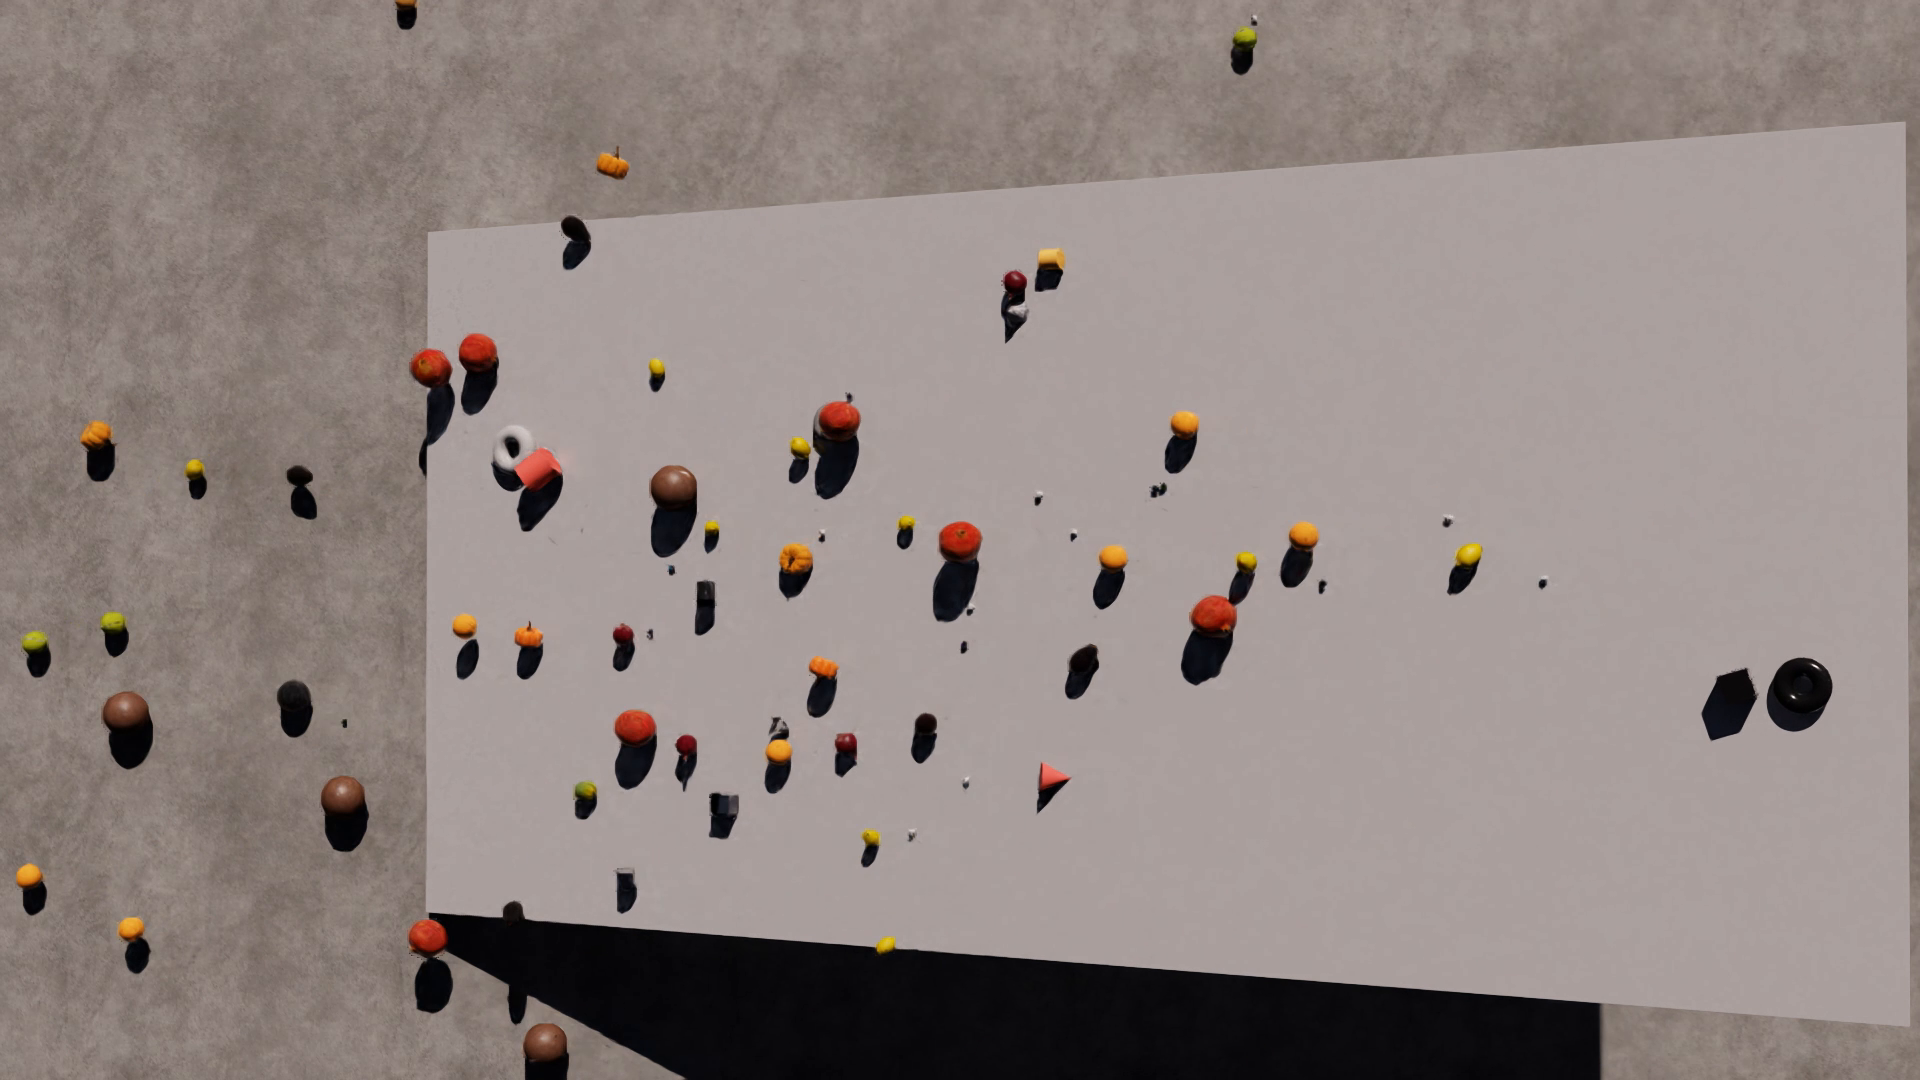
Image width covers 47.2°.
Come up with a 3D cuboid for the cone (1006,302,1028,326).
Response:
[{"bbox_3d":[0.137,-0.589,5.692,0.063,0.063,0.063,0,89,24],"label":"cone"}]

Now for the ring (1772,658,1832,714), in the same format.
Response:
[{"bbox_3d":[1.887,0.326,4.923,0.126,0.042,0.126,-2,86,27],"label":"ring"}]

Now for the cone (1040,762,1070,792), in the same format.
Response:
[{"bbox_3d":[0.246,0.610,5.645,0.077,0.077,0.077,4,89,-3],"label":"cone"}]

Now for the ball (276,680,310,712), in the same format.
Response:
[{"bbox_3d":[-1.972,0.462,6.506,0.096,0.096,0.096,0,89,0],"label":"ball"}]

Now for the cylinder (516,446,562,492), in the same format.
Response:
[{"bbox_3d":[-1.197,-0.200,6.246,0.093,0.093,0.093,-36,89,7],"label":"cylinder"}]

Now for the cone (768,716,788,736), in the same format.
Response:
[{"bbox_3d":[-0.504,0.516,5.962,0.054,0.054,0.054,-39,89,25],"label":"cone"}]

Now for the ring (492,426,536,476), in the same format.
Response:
[{"bbox_3d":[-1.281,-0.258,6.319,0.145,0.048,0.145,0,90,25],"label":"ring"}]

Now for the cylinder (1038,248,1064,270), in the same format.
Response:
[{"bbox_3d":[0.235,-0.722,5.656,0.052,0.052,0.052,-2,89,24],"label":"cylinder"}]

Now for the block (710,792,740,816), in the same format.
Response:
[{"bbox_3d":[-0.644,0.723,6.023,0.056,0.056,0.056,7,92,24],"label":"block"}]

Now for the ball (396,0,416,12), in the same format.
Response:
[{"bbox_3d":[-1.651,-1.603,6.549,0.060,0.060,0.060,0,89,0],"label":"ball"}]

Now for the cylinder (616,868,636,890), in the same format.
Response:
[{"bbox_3d":[-0.933,0.946,6.142,0.054,0.054,0.054,-4,87,0],"label":"cylinder"}]

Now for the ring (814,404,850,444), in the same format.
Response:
[{"bbox_3d":[-0.344,-0.314,5.913,0.109,0.036,0.109,0,90,18],"label":"ring"}]

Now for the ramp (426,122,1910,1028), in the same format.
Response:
[{"bbox_3d":[0.283,0.084,5.708,4.000,0.100,2.000,0,89,24],"label":"ramp"}]

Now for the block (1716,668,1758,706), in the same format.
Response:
[{"bbox_3d":[1.756,0.330,4.967,0.066,0.066,0.066,-20,81,22],"label":"block"}]
